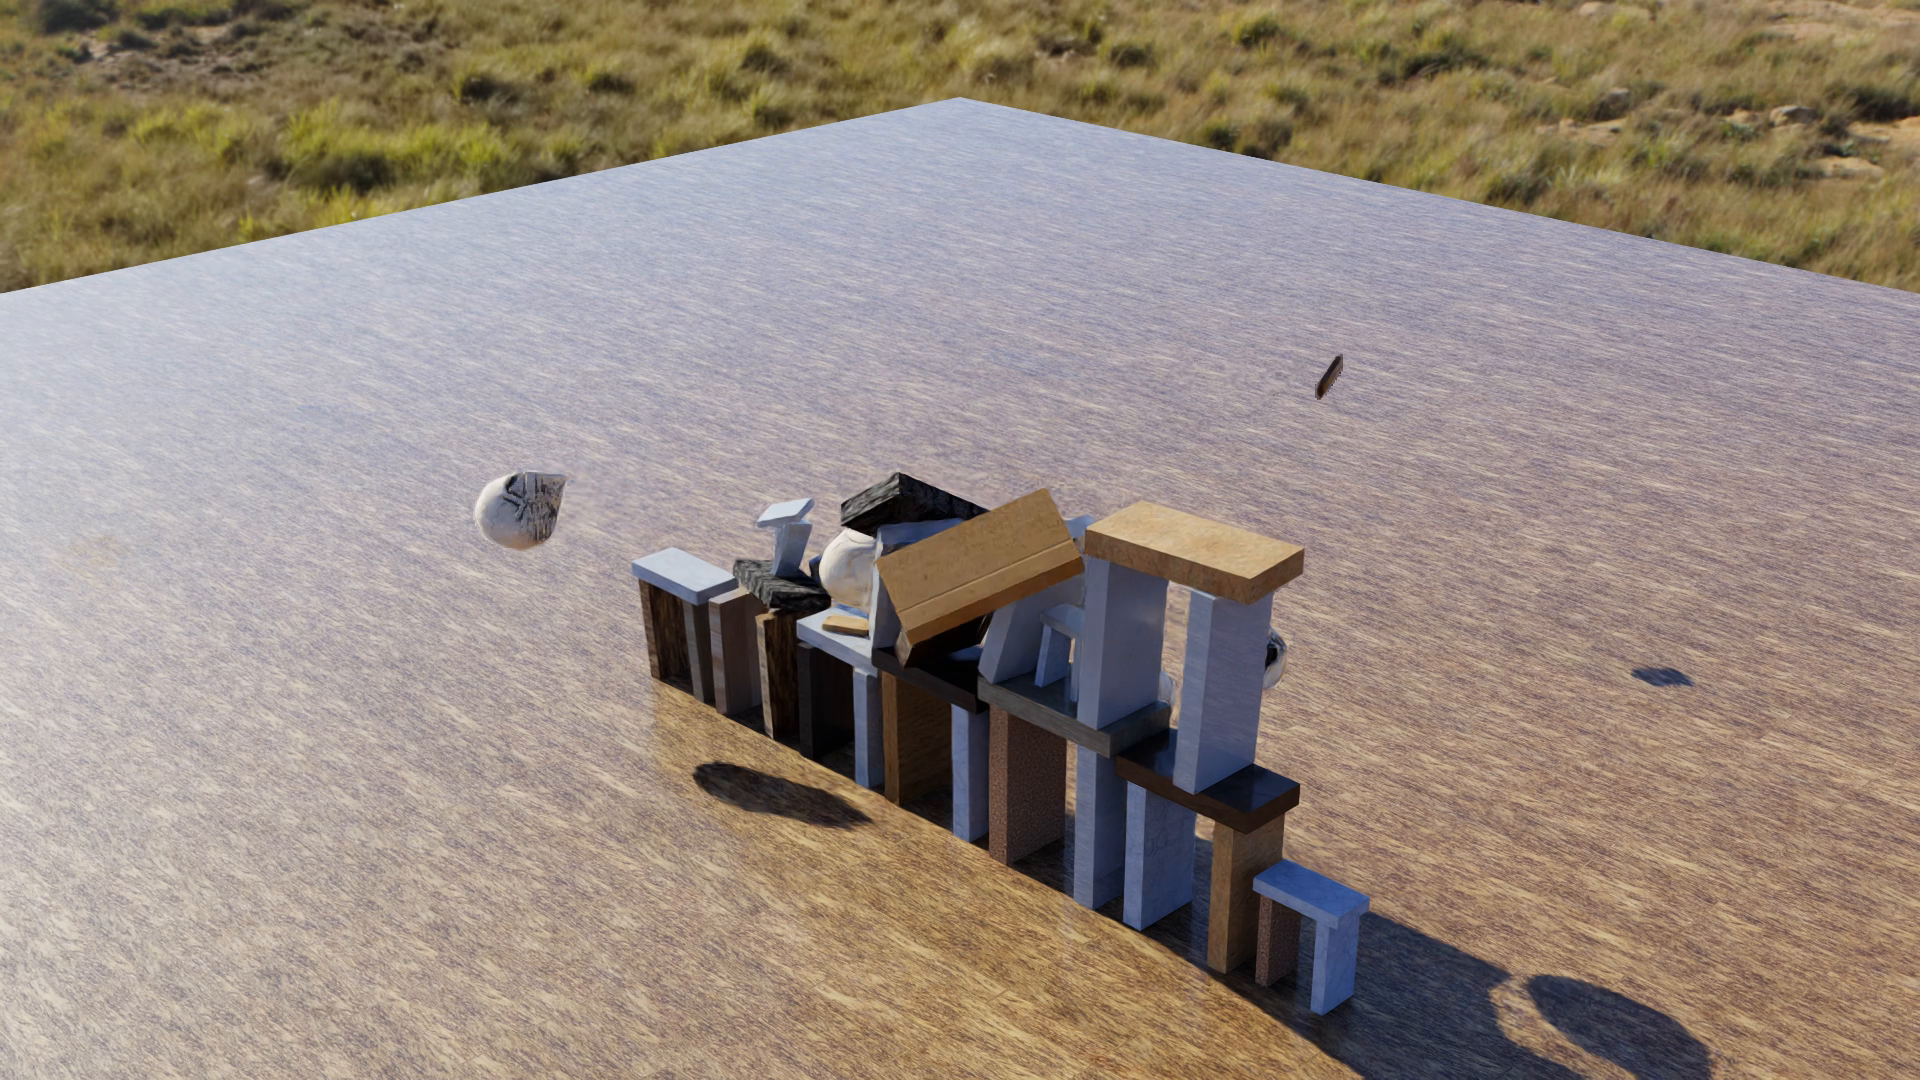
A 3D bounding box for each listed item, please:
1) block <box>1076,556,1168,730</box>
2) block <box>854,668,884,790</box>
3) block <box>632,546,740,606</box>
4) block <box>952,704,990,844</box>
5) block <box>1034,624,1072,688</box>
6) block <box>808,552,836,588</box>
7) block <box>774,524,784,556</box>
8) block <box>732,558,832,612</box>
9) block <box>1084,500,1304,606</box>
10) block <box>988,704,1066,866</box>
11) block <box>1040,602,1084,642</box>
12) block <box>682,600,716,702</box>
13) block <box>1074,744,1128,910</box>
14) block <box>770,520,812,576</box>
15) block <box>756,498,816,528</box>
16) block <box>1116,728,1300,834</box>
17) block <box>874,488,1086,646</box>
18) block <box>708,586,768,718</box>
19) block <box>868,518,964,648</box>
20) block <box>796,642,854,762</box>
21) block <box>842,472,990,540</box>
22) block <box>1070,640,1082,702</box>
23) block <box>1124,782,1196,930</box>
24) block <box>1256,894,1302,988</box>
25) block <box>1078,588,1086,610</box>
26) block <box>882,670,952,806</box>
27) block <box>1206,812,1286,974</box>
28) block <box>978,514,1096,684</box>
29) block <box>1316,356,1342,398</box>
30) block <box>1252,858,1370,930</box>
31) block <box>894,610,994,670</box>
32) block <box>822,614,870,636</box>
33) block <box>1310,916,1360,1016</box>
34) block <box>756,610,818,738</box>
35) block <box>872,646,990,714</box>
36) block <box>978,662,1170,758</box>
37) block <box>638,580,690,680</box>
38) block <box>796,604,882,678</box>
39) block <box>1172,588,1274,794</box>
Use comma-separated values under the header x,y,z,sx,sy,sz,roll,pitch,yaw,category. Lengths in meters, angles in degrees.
x,y,z,sx,sy,sz,roll,pitch,yaw,category
0.296,0.159,3.967,0.170,0.340,0.048,-21,34,-40,block
-0.158,0.372,4.550,0.037,0.262,0.131,21,30,40,block
-0.616,0.080,4.920,0.118,0.033,0.236,-21,31,-40,block
0.053,0.435,4.350,0.042,0.299,0.149,20,31,39,block
0.179,0.206,4.121,0.067,0.134,0.019,-21,41,-40,block
-0.300,0.070,4.807,0.051,0.102,0.014,-23,55,-14,block
-0.381,-0.005,4.835,0.018,0.126,0.063,18,31,29,block
-0.389,0.097,4.777,0.135,0.038,0.271,5,12,-24,block
0.402,0.018,3.798,0.340,0.048,0.170,18,29,36,block
0.132,0.449,4.273,0.168,0.336,0.048,-21,31,-41,block
0.216,0.154,4.045,0.067,0.019,0.134,-17,28,-35,block
-0.550,0.230,4.913,0.118,0.236,0.033,-21,25,-41,block
0.291,0.511,4.127,0.168,0.336,0.048,-21,31,-41,block
-0.365,0.019,4.763,0.063,0.126,0.018,-2,28,-46,block
-0.376,-0.058,4.741,0.126,0.018,0.063,-9,31,42,block
0.442,0.428,3.932,0.299,0.042,0.149,21,31,41,block
0.034,0.045,3.905,0.336,0.048,0.168,-23,54,-2,block
-0.481,0.241,4.843,0.135,0.271,0.038,-21,29,-41,block
-0.084,0.086,4.281,0.165,0.329,0.047,-6,52,-11,block
-0.283,0.324,4.662,0.037,0.262,0.131,18,29,38,block
-0.051,-0.029,4.267,0.329,0.047,0.165,22,-36,-38,block
0.237,0.229,4.066,0.067,0.134,0.019,-21,36,-40,block
0.371,0.558,4.064,0.042,0.299,0.149,21,31,41,block
0.566,0.692,3.896,0.026,0.182,0.091,21,31,41,block
0.160,0.197,4.397,0.047,0.372,0.165,48,45,4,block
-0.086,0.380,4.480,0.149,0.299,0.042,-22,31,-39,block
0.512,0.613,3.934,0.042,0.299,0.149,21,31,41,block
0.148,0.112,4.093,0.168,0.336,0.048,-16,48,-33,block
0.910,-0.402,5.414,0.014,0.051,0.102,25,59,19,block
0.609,0.614,3.816,0.182,0.026,0.091,21,31,41,block
-0.009,0.127,4.169,0.168,0.378,0.048,-17,69,-19,block
-0.229,0.177,4.559,0.102,0.014,0.051,8,24,18,block
0.652,0.726,3.817,0.026,0.182,0.091,21,31,41,block
-0.361,0.281,4.748,0.135,0.271,0.038,-13,21,-28,block
-0.019,0.252,4.344,0.149,0.042,0.299,-22,31,-39,block
0.211,0.303,4.125,0.168,0.048,0.336,-21,31,-41,block
-0.662,0.187,5.016,0.118,0.236,0.033,-21,24,-41,block
-0.207,0.207,4.555,0.131,0.037,0.262,-20,30,-39,block
0.459,0.241,3.827,0.170,0.382,0.048,-21,34,-41,block
